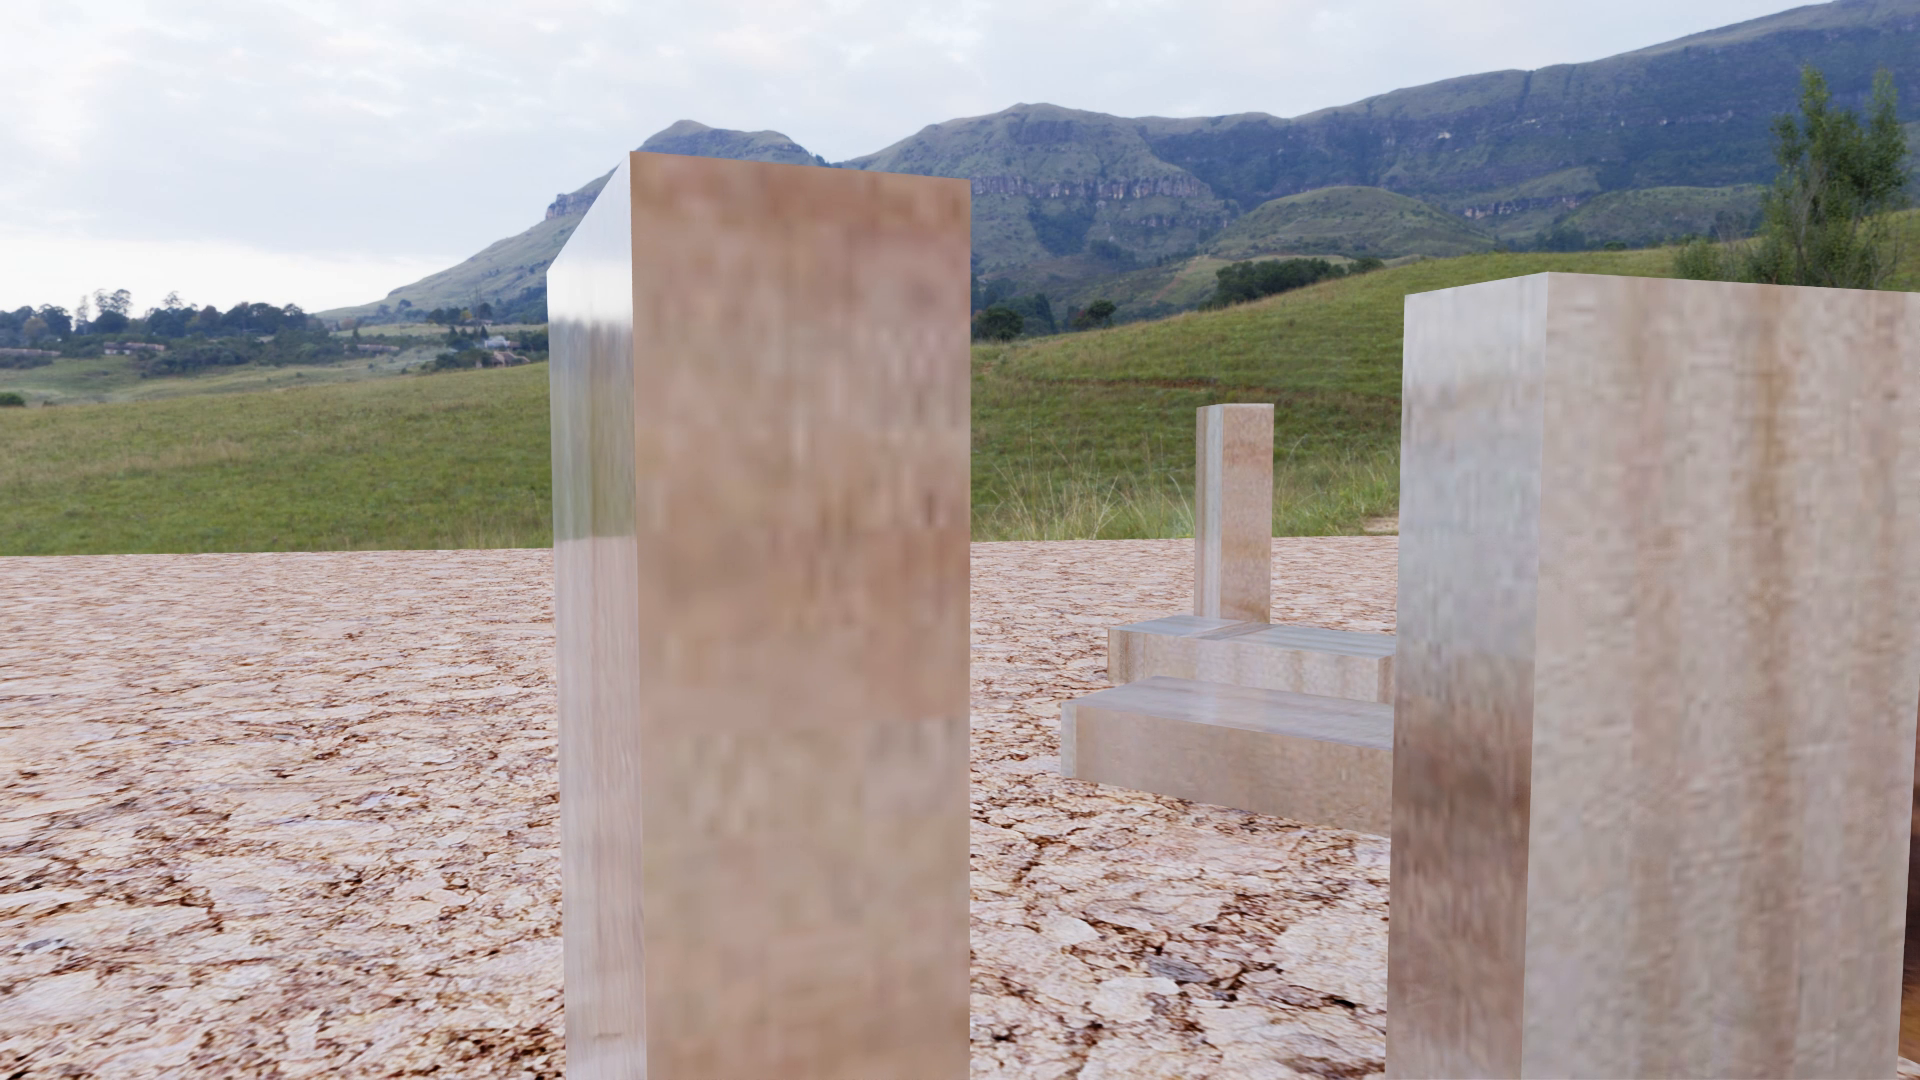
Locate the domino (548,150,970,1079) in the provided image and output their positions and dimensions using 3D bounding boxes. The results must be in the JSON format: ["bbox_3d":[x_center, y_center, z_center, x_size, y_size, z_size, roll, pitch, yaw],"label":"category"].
[{"bbox_3d":[-0.009,0.014,0.048,0.010,0.050,0.025,-2,5,-22],"label":"domino"}]

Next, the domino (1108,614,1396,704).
[{"bbox_3d":[0.054,0.021,0.223,0.050,0.010,0.025,4,6,41],"label":"domino"}]

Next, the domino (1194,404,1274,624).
[{"bbox_3d":[0.054,-0.002,0.255,0.010,0.050,0.025,0,4,-1],"label":"domino"}]

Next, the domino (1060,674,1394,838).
[{"bbox_3d":[0.040,0.026,0.159,0.050,0.010,0.025,3,5,38],"label":"domino"}]

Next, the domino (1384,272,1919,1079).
[{"bbox_3d":[0.036,0.013,0.067,0.025,0.050,0.009,-2,5,-20],"label":"domino"}]

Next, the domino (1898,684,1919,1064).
[{"bbox_3d":[0.073,0.011,0.082,0.009,0.050,0.025,-2,5,-22],"label":"domino"}]
